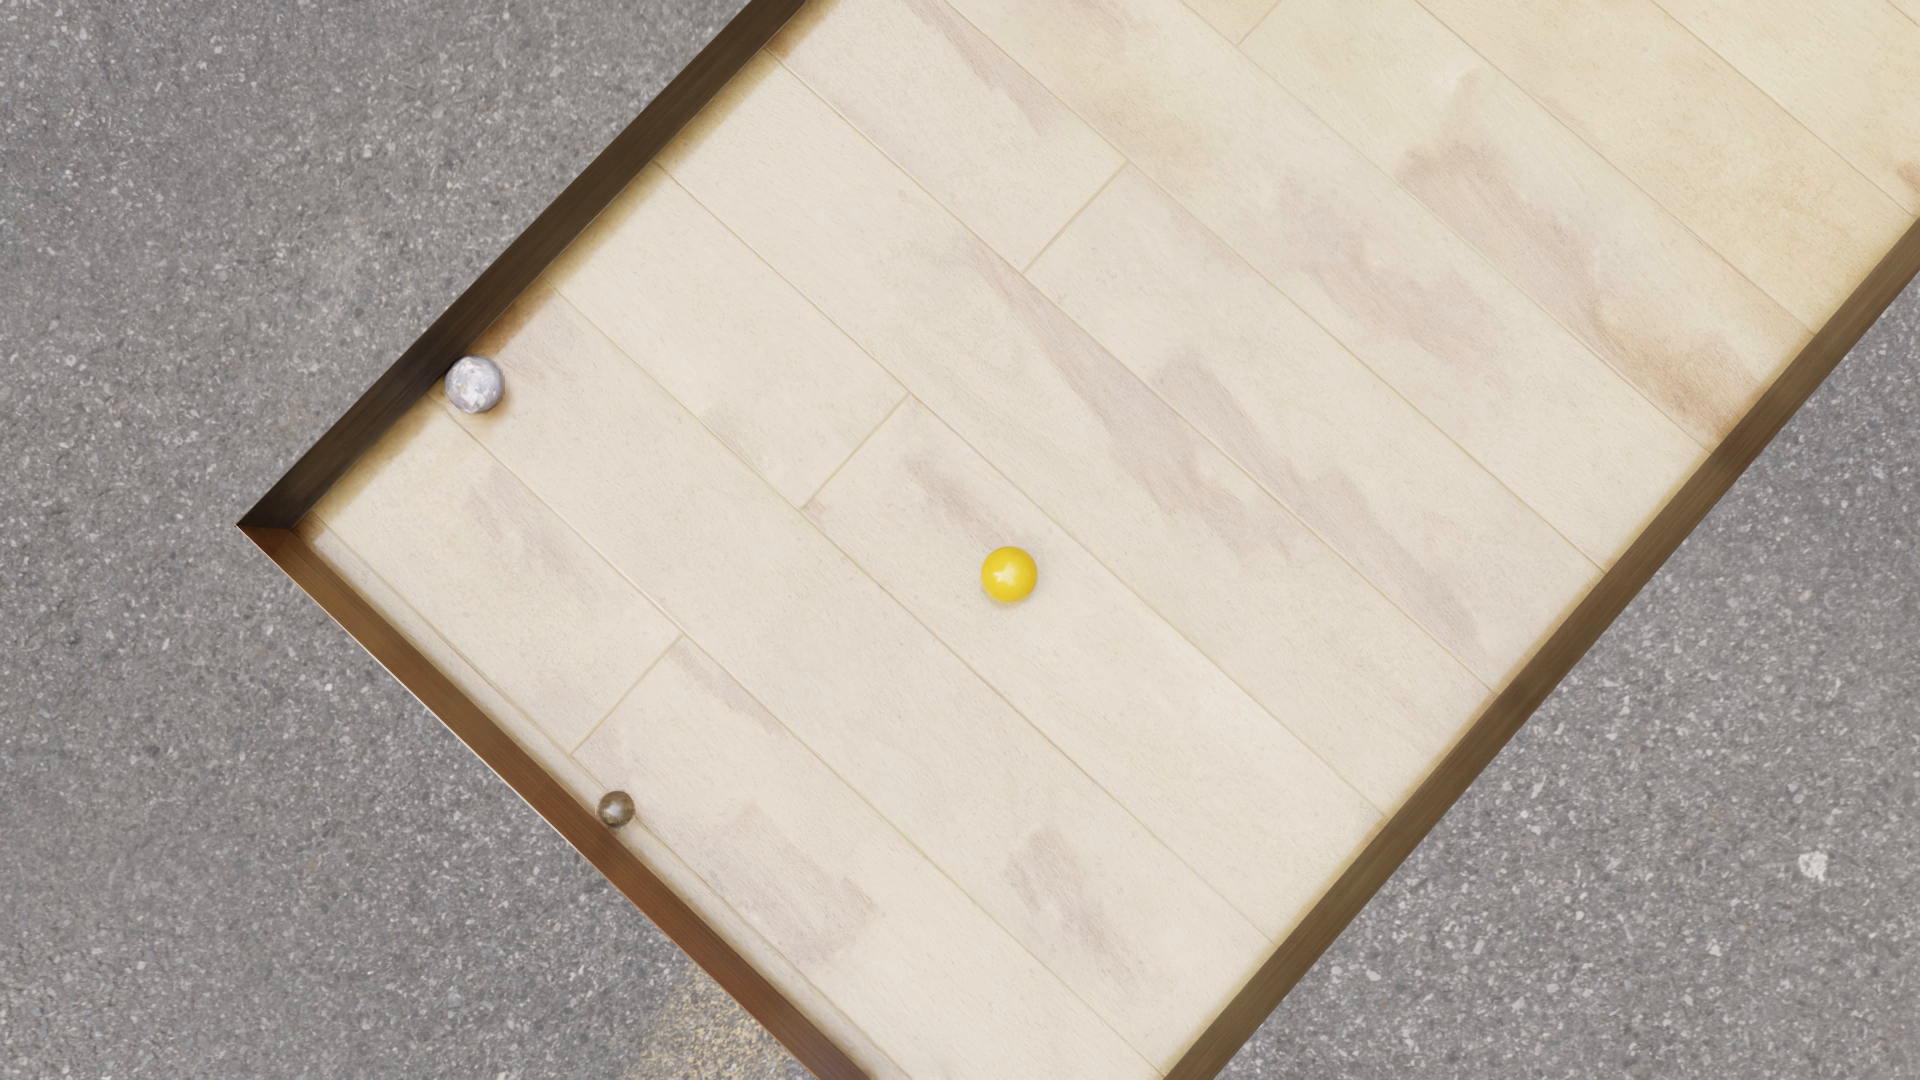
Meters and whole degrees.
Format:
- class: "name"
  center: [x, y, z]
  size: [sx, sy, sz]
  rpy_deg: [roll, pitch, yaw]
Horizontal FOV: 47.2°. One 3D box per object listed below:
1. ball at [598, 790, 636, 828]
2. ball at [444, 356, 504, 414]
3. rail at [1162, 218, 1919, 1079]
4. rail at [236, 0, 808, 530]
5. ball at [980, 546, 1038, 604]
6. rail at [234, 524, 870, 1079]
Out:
- class: "ball"
  center: [-0.503, 0.394, 3.221]
  size: [0.054, 0.054, 0.054]
  rpy_deg: [0, 81, 0]
- class: "ball"
  center: [-0.731, -0.233, 3.308]
  size: [0.087, 0.087, 0.087]
  rpy_deg: [0, 81, 0]
- class: "rail"
  center: [1.040, -0.010, 3.257]
  size: [0.045, 0.113, 2.831]
  rpy_deg: [42, 83, 6]
- class: "rail"
  center: [-0.084, -1.026, 3.426]
  size: [0.045, 0.113, 2.831]
  rpy_deg: [42, 83, 6]
- class: "ball"
  center: [0.073, 0.051, 3.262]
  size: [0.086, 0.086, 0.086]
  rpy_deg: [0, 81, 0]
- class: "rail"
  center: [-0.462, 0.495, 3.173]
  size: [1.572, 0.113, 0.045]
  rpy_deg: [42, 83, 6]
